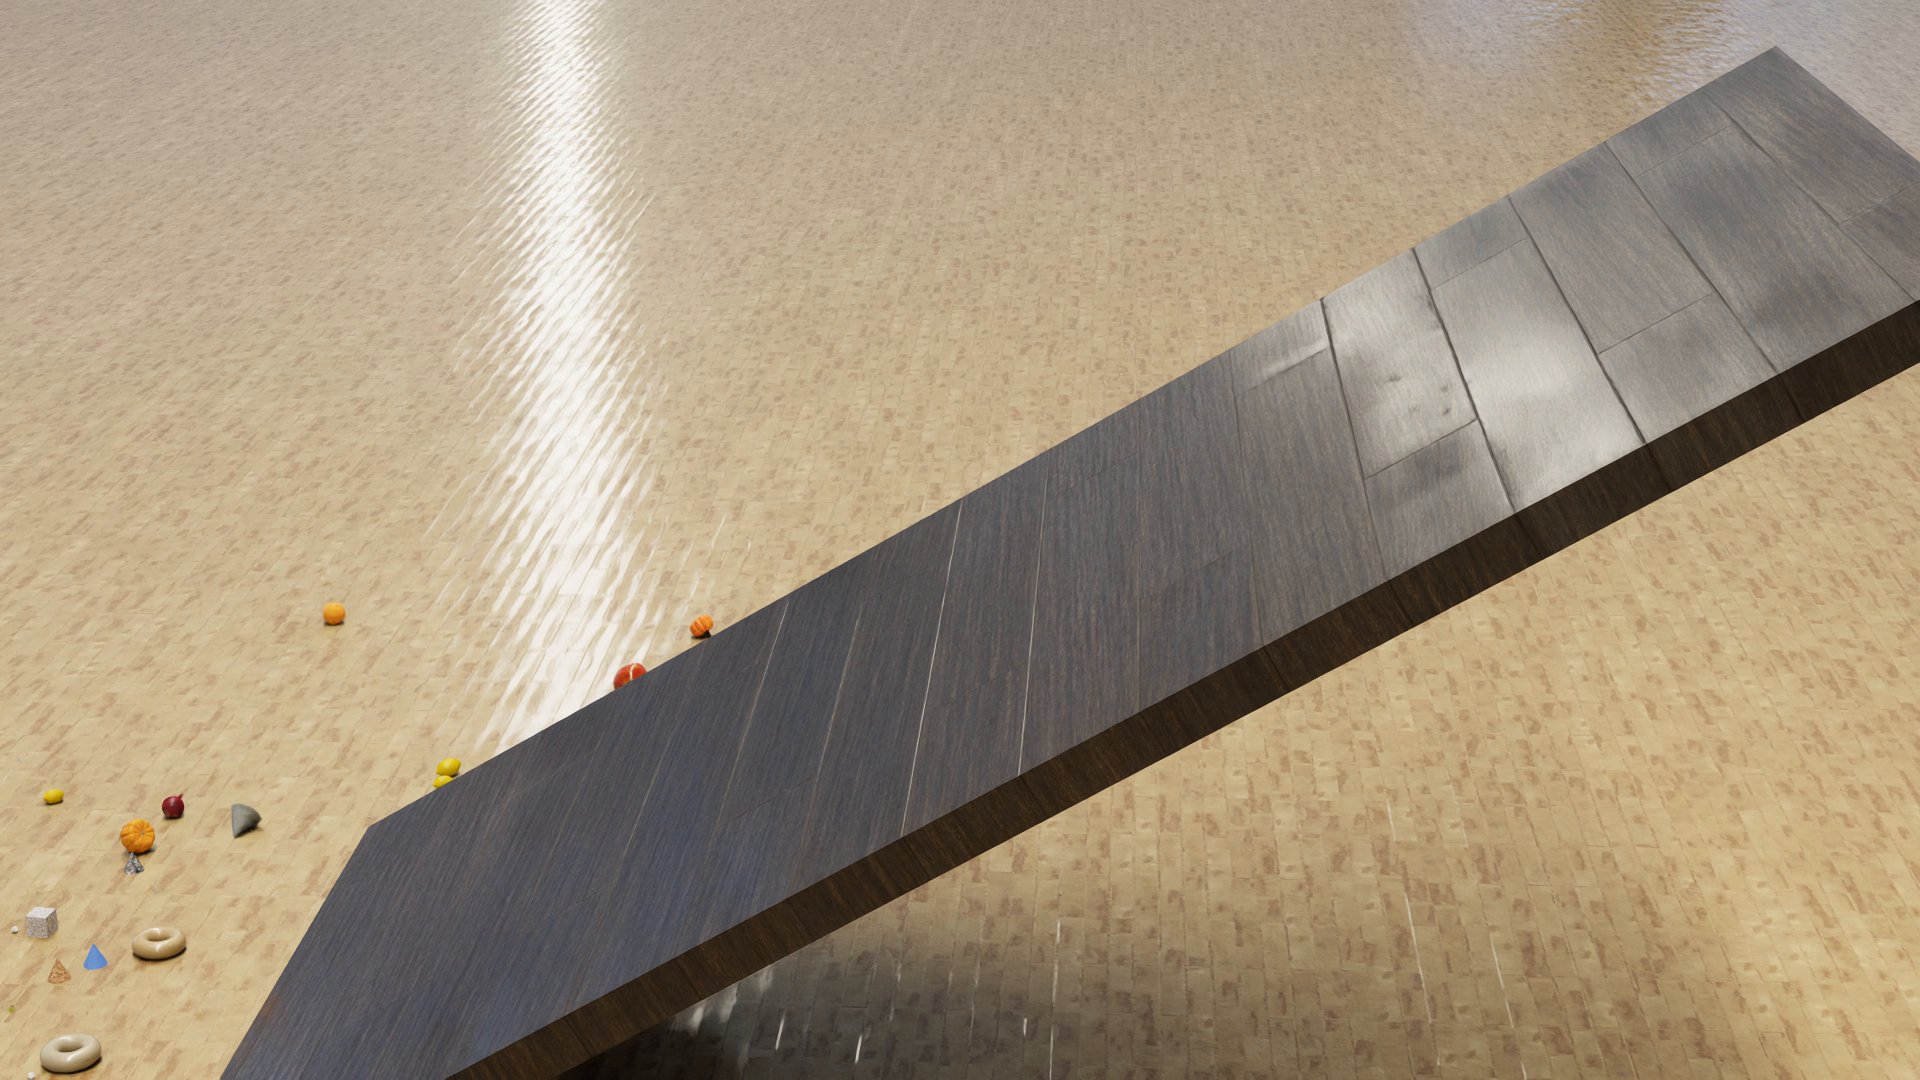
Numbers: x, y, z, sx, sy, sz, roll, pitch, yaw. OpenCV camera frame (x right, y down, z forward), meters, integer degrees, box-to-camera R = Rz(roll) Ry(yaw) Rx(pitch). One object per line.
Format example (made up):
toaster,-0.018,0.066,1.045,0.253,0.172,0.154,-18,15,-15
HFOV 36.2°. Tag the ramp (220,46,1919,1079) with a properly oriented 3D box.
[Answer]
ramp,0.142,0.168,6.287,4.000,0.100,2.000,-29,15,12

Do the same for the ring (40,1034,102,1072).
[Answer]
ring,-2.009,1.158,6.643,0.136,0.045,0.136,-1,19,0

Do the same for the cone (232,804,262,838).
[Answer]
cone,-1.912,0.760,7.807,0.085,0.085,0.085,6,48,16

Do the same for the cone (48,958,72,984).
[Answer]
cone,-2.153,1.022,7.022,0.056,0.056,0.056,0,19,0

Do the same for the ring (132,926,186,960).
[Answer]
ring,-1.950,0.981,7.161,0.130,0.043,0.130,1,18,0

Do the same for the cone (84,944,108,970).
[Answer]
cone,-2.087,0.997,7.092,0.057,0.057,0.057,0,19,0

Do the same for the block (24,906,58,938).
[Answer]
block,-2.264,0.943,7.252,0.055,0.055,0.055,4,19,11

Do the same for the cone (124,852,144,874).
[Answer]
cone,-2.134,0.828,7.590,0.053,0.053,0.053,0,19,0
